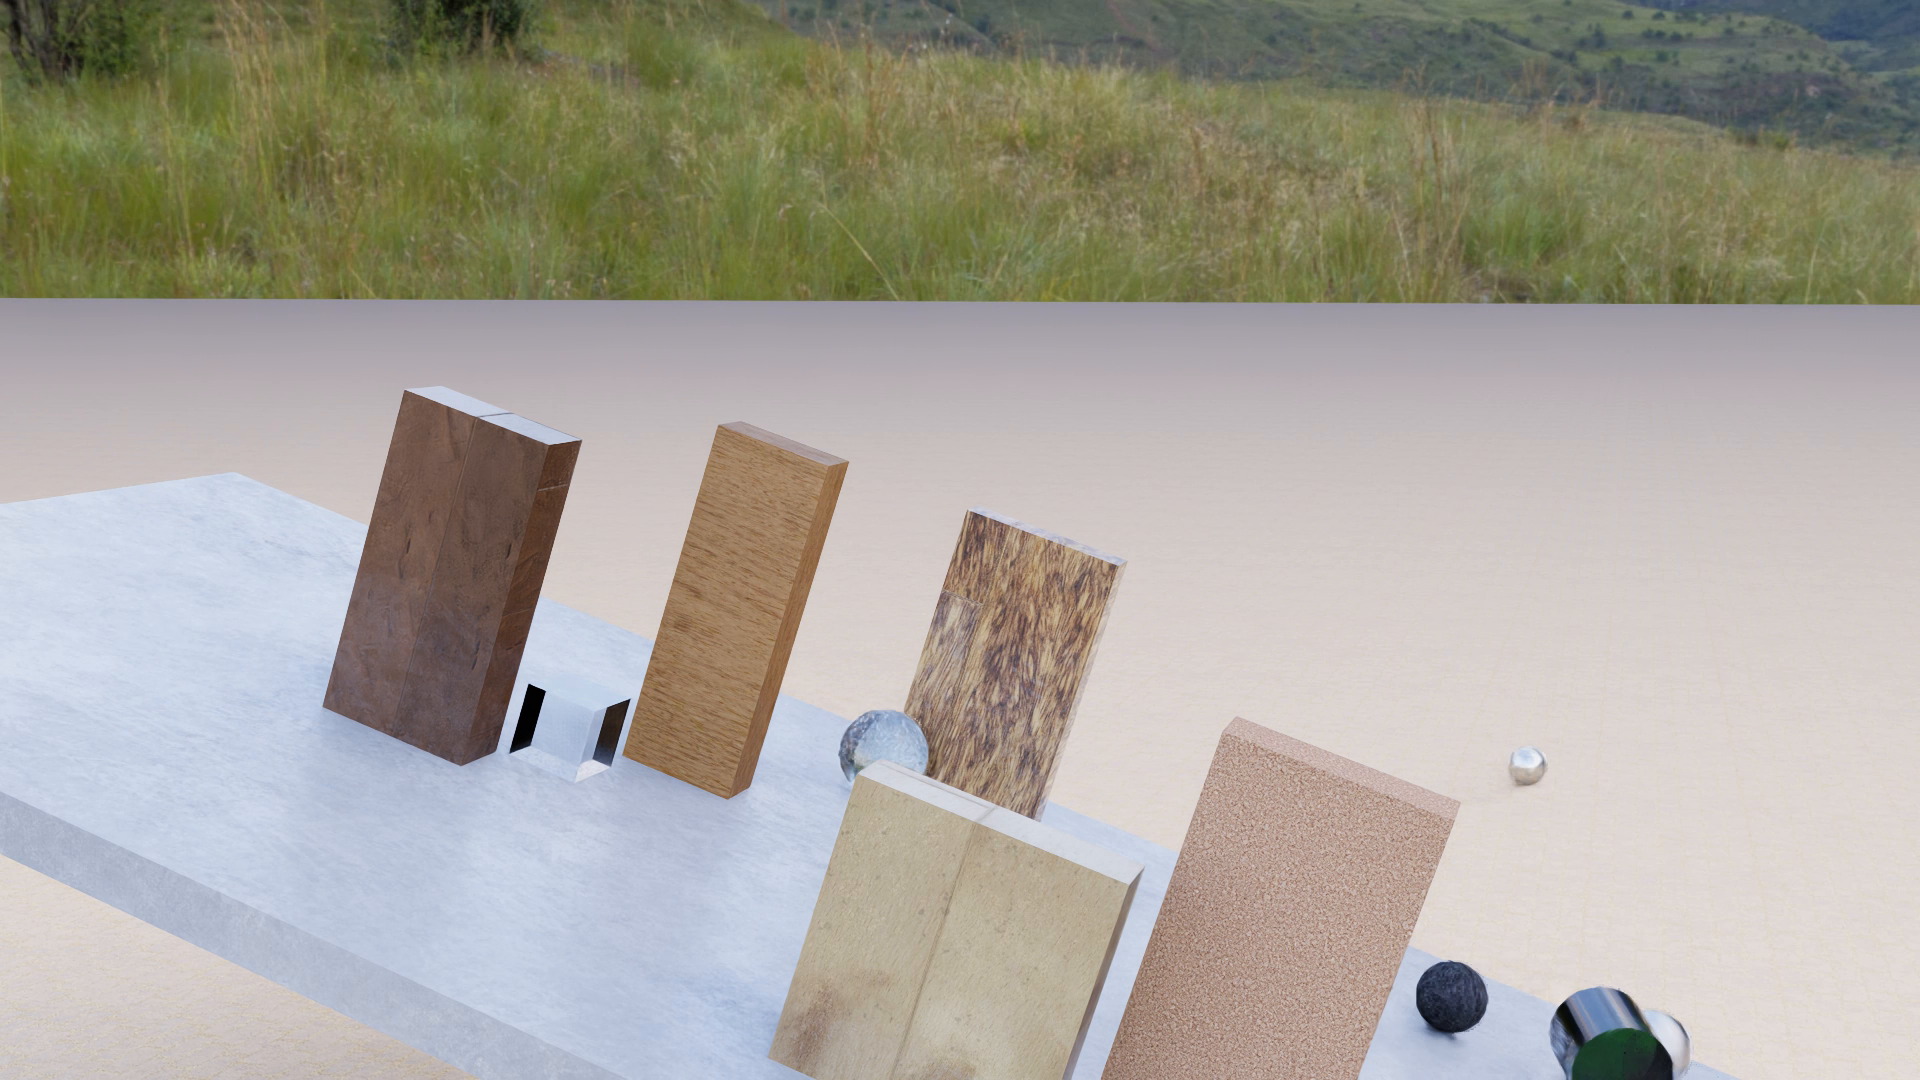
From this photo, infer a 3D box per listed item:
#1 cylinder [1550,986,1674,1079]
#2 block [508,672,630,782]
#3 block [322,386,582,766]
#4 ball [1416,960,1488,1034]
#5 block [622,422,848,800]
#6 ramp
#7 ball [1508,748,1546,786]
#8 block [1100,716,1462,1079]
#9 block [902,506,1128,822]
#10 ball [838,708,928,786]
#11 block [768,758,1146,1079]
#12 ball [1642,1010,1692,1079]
[{"bbox_3d":[1.275,1.006,4.316,0.193,0.193,0.193,0,12,2],"label":"cylinder"},{"bbox_3d":[-0.774,0.369,4.368,0.152,0.152,0.152,21,12,15],"label":"block"},{"bbox_3d":[-0.979,0.066,4.231,0.315,0.651,0.135,21,12,14],"label":"block"},{"bbox_3d":[0.991,0.921,4.436,0.143,0.143,0.143,0,7,0],"label":"ball"},{"bbox_3d":[-0.459,0.142,4.473,0.246,0.720,0.119,21,12,14],"label":"block"},{"bbox_3d":[-0.355,0.669,4.225,4.000,0.100,2.000,21,12,14],"label":"ramp"},{"bbox_3d":[2.061,0.822,7.991,0.137,0.137,0.137,0,7,0],"label":"ball"},{"bbox_3d":[0.489,0.675,3.475,0.372,0.695,0.124,21,12,14],"label":"block"},{"bbox_3d":[0.093,0.289,4.799,0.353,0.641,0.088,21,12,14],"label":"block"},{"bbox_3d":[-0.164,0.461,4.738,0.193,0.193,0.193,0,7,0],"label":"ball"},{"bbox_3d":[-0.010,0.650,3.378,0.445,0.486,0.112,21,12,14],"label":"block"},{"bbox_3d":[1.413,1.038,4.491,0.153,0.153,0.153,0,7,0],"label":"ball"}]
